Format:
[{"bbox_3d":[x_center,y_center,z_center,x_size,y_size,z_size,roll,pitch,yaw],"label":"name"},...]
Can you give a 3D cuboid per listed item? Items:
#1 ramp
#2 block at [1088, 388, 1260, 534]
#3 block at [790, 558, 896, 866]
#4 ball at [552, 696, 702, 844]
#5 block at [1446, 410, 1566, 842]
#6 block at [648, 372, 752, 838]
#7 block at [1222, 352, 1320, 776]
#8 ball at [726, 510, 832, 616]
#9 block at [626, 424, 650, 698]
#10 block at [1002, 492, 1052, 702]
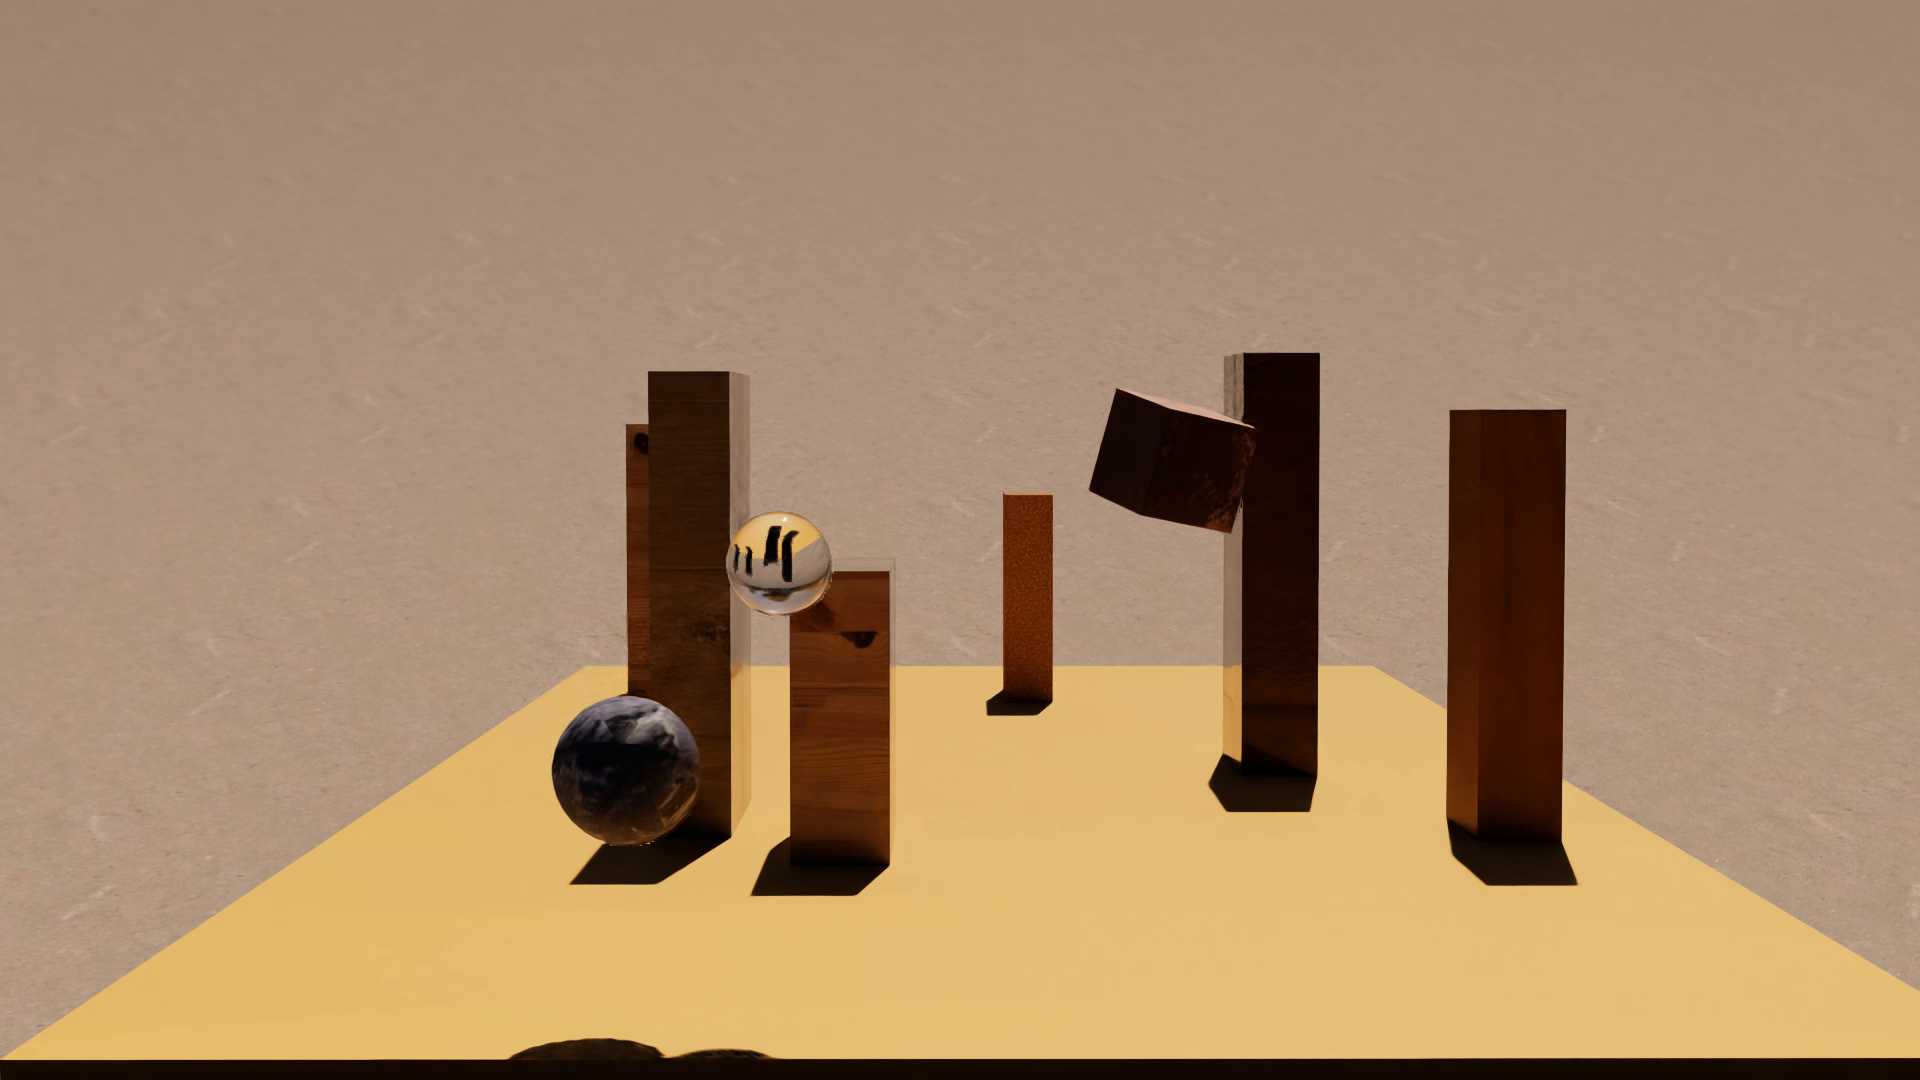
[{"bbox_3d":[0.051,0.466,4.534,2.000,0.100,4.000,0,3,0],"label":"ramp"},{"bbox_3d":[0.224,-0.084,2.701,0.113,0.113,0.113,11,9,-28],"label":"block"},{"bbox_3d":[-0.169,0.243,3.797,0.141,0.416,0.363,0,3,0],"label":"block"},{"bbox_3d":[-0.345,0.238,2.665,0.154,0.154,0.154,0,22,0],"label":"ball"},{"bbox_3d":[0.831,0.122,3.929,0.126,0.642,0.243,0,3,0],"label":"block"},{"bbox_3d":[-0.405,0.089,4.042,0.121,0.700,0.381,0,3,0],"label":"block"},{"bbox_3d":[0.562,0.037,4.665,0.135,0.743,0.312,0,3,0],"label":"block"},{"bbox_3d":[-0.194,0.025,2.751,0.113,0.113,0.113,0,22,0],"label":"ball"},{"bbox_3d":[-0.688,0.043,5.882,0.113,0.616,0.278,0,3,0],"label":"block"},{"bbox_3d":[0.152,0.124,5.823,0.106,0.460,0.269,0,3,0],"label":"block"}]
